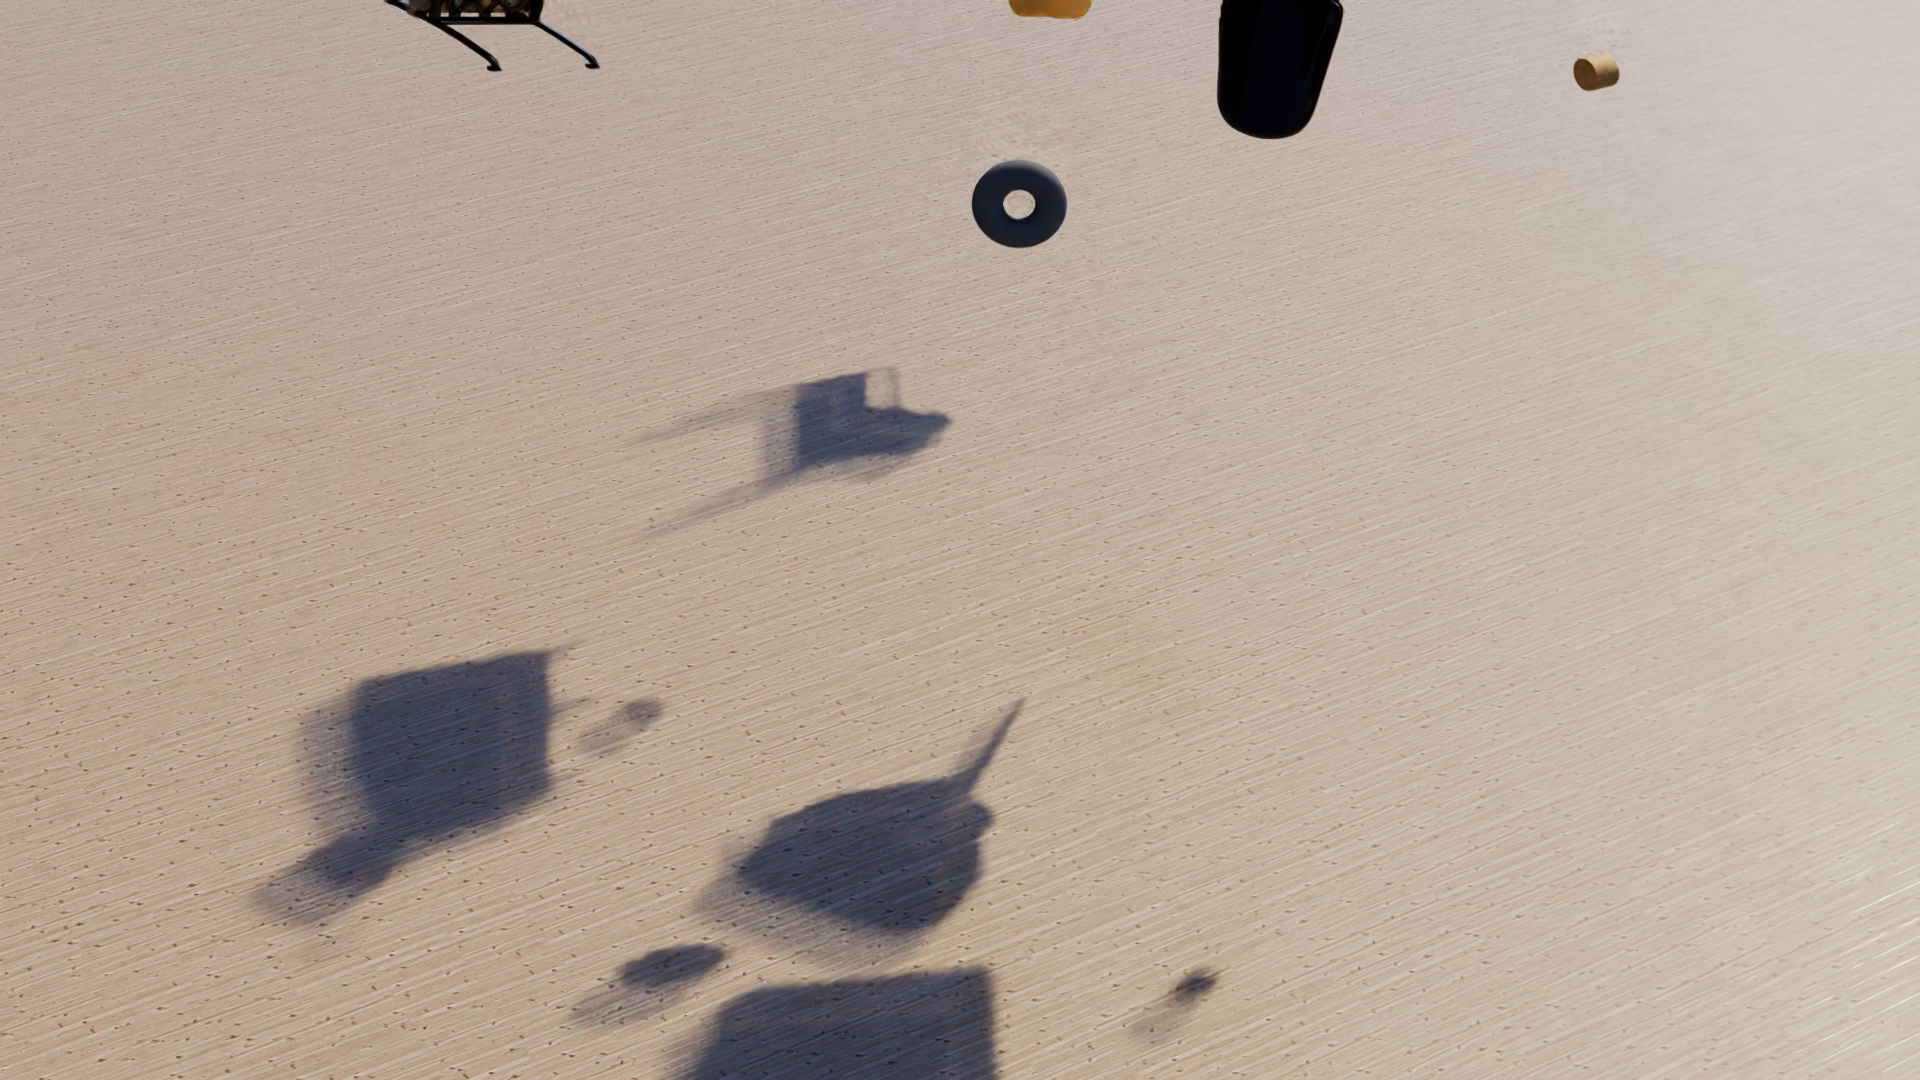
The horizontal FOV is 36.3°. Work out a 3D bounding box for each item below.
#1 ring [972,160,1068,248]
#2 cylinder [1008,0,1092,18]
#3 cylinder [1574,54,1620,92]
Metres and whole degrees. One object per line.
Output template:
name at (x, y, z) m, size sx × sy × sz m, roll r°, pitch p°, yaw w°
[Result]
ring at (0.186, -1.052, 9.178) m, size 0.301 × 0.283 × 0.087 m, roll 10°, pitch 21°, yaw -8°
cylinder at (0.248, -1.526, 8.025) m, size 0.195 × 0.189 × 0.147 m, roll -6°, pitch 11°, yaw -37°
cylinder at (1.984, -1.458, 9.141) m, size 0.094 × 0.094 × 0.111 m, roll -17°, pitch 61°, yaw -29°
